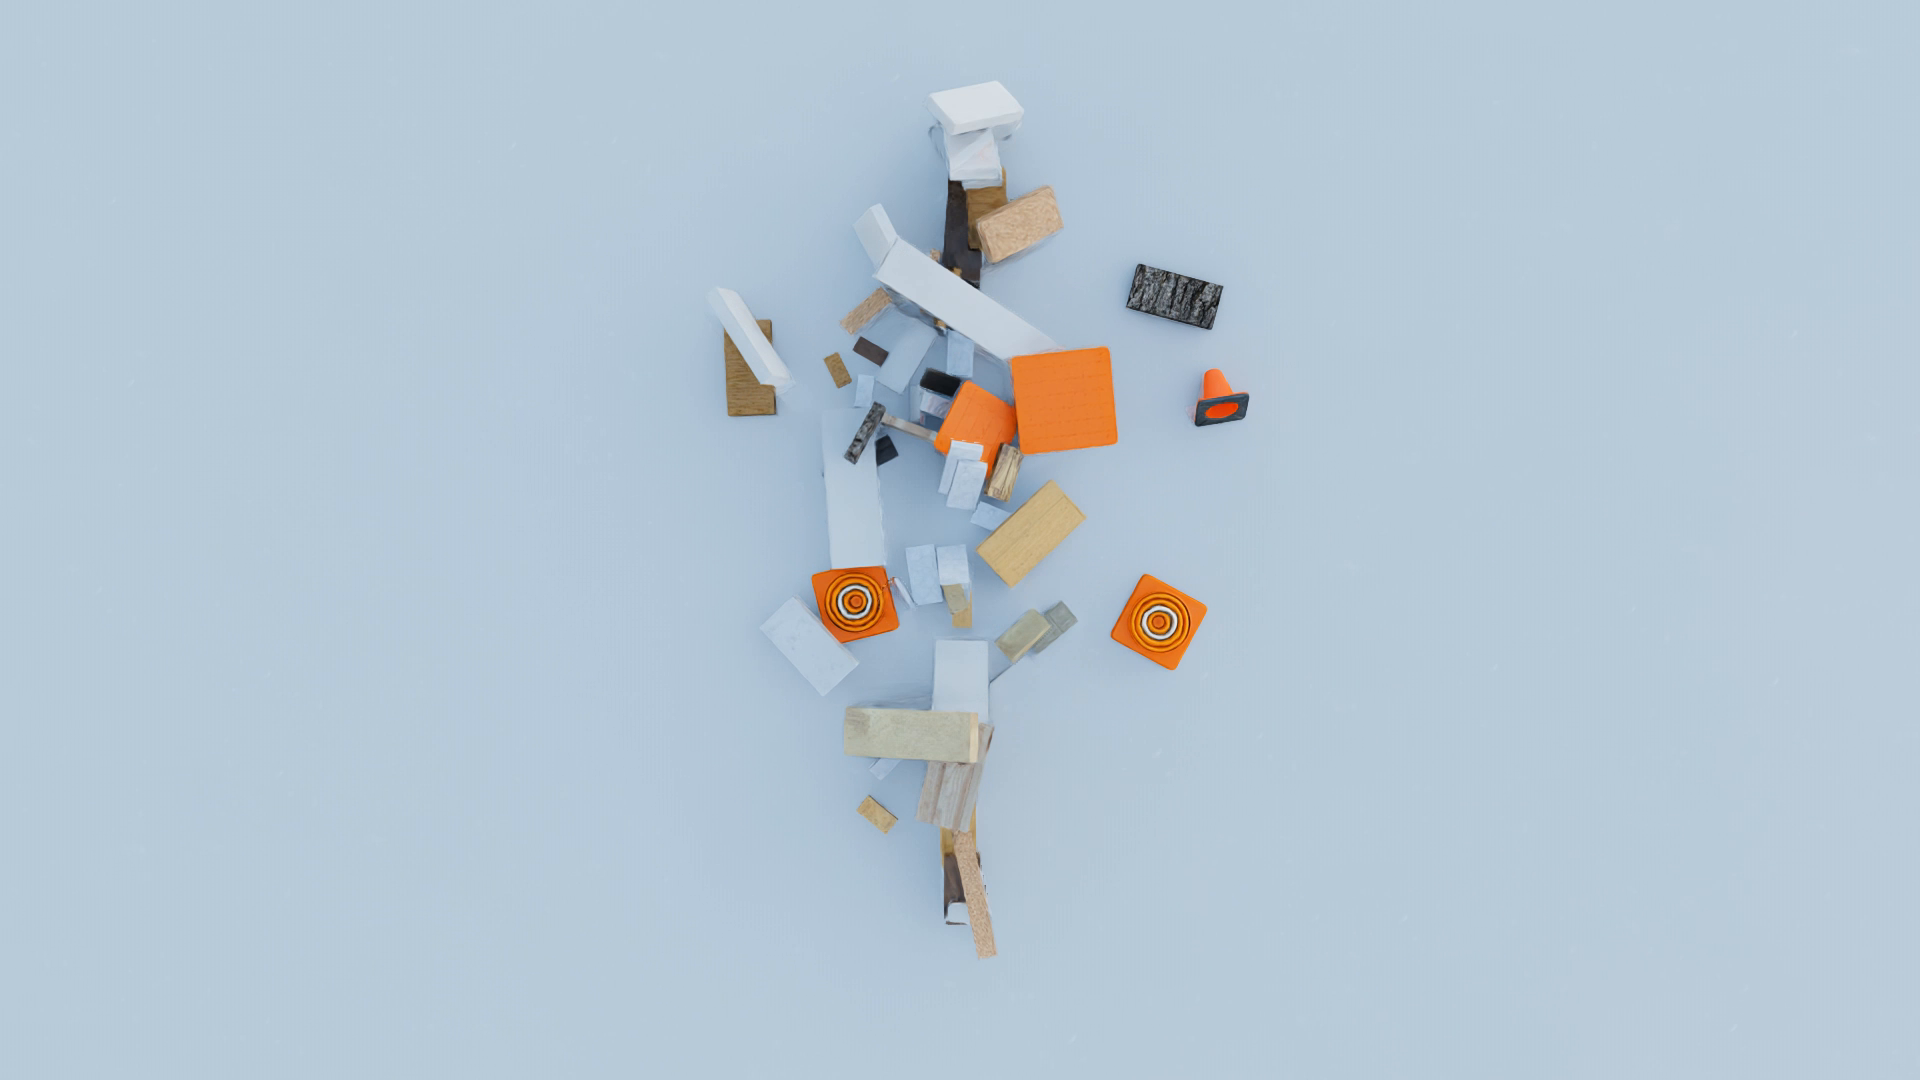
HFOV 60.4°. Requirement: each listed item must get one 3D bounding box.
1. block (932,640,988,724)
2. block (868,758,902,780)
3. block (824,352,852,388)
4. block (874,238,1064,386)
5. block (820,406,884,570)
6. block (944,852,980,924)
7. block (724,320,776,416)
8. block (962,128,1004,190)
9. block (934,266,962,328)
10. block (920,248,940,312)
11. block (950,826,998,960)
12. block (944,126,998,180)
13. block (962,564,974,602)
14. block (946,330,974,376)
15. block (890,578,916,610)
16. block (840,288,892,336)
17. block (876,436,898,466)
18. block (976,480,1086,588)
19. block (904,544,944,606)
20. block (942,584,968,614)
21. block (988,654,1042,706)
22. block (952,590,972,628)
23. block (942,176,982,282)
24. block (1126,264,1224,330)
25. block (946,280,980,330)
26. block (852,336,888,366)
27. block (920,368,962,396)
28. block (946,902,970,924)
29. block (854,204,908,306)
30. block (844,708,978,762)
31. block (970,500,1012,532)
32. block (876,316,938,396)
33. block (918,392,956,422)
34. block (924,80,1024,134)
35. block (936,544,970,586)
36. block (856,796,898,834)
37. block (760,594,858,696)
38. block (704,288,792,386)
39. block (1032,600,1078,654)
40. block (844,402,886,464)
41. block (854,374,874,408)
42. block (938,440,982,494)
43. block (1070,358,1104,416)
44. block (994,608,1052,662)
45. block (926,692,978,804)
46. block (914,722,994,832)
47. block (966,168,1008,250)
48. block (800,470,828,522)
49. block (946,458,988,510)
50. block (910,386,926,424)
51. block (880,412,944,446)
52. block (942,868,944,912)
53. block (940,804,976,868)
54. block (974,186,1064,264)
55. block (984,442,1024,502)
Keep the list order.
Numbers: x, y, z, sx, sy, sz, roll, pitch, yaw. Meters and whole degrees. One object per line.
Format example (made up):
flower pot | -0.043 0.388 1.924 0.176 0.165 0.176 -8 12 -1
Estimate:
block | 0.001 0.507 5.410 0.175 0.050 0.351 2 79 -3
block | -0.244 0.740 5.484 0.057 0.016 0.113 43 90 -17
block | -0.407 -0.565 5.492 0.054 0.015 0.109 -26 90 0
block | 0.034 -0.740 5.373 0.670 0.041 0.146 31 90 -19
block | -0.356 -0.171 5.451 0.172 0.049 0.523 -4 89 0
block | 0.009 1.146 5.430 0.118 0.034 0.237 -1 103 -1
block | -0.699 -0.571 5.478 0.156 0.044 0.312 -3 90 0
block | 0.056 -1.275 5.424 0.130 0.037 0.259 -7 65 -5
block | -0.042 -0.798 5.421 0.028 0.098 0.196 14 98 -12
block | -0.099 -0.855 5.450 0.028 0.098 0.196 10 90 -4
block | 0.036 1.089 5.319 0.063 0.018 0.516 -12 66 -2
block | 0.032 -1.287 5.349 0.152 0.043 0.303 -4 53 -4
block | 0.008 0.140 5.478 0.063 0.018 0.127 8 79 1
block | 0.001 -0.630 5.465 0.085 0.024 0.170 2 93 0
block | -0.190 0.180 5.471 0.016 0.057 0.113 -31 90 -19
block | -0.312 -0.758 5.456 0.179 0.090 0.025 -40 123 0
block | -0.290 -0.281 5.489 0.155 0.022 0.077 -27 90 0
block | 0.234 -0.021 5.457 0.345 0.049 0.172 -43 96 -3
block | -0.120 0.116 5.486 0.097 0.028 0.194 -9 90 0
block | -0.019 0.175 5.452 0.063 0.018 0.127 -16 79 -3
block | 0.182 0.466 5.488 0.176 0.025 0.088 -39 90 0
block | 0.008 0.227 5.491 0.063 0.018 0.127 1 90 0
block | 0.019 -1.090 5.482 0.130 0.037 0.453 5 90 0
block | 0.713 -0.808 5.479 0.292 0.041 0.146 15 90 0
block | 0.008 -0.774 5.451 0.085 0.024 0.170 10 76 2
block | -0.298 -0.628 5.492 0.109 0.015 0.054 30 90 0
block | -0.065 -0.520 5.449 0.128 0.018 0.064 16 113 -32
block | 0.023 1.228 5.423 0.127 0.018 0.063 8 103 -3
block | -0.237 -0.937 5.423 0.043 0.152 0.303 -28 90 -29
block | -0.162 0.626 5.323 0.505 0.044 0.156 -2 84 35
block | 0.128 -0.064 5.489 0.172 0.022 0.077 22 90 0
block | -0.175 -0.612 5.486 0.098 0.028 0.244 31 90 0
block | -0.075 -0.442 5.458 0.128 0.018 0.064 17 82 -28
block | 0.049 -1.407 5.364 0.303 0.043 0.152 -22 64 -36
block | -0.023 0.081 5.409 0.097 0.194 0.028 -6 121 0
block | -0.276 0.916 5.491 0.127 0.018 0.063 39 90 0
block | -0.499 0.350 5.463 0.156 0.044 0.312 -43 90 11
block | -0.688 -0.659 5.357 0.049 0.172 0.345 -35 84 14
block | 0.299 0.290 5.488 0.176 0.025 0.088 -40 90 0
block | -0.309 -0.348 5.376 0.030 0.105 0.210 29 89 5
block | -0.317 -0.494 5.492 0.054 0.015 0.109 7 90 0
block | 0.000 -0.233 5.406 0.105 0.030 0.210 9 135 -8
block | 0.424 -0.510 5.487 0.090 0.025 0.179 -8 90 0
block | 0.208 0.314 5.458 0.176 0.025 0.088 -43 60 -1
block | -0.017 0.683 5.427 0.176 0.050 0.351 5 76 -1
block | -0.019 0.752 5.329 0.175 0.050 0.351 14 93 -3
block | 0.089 -1.090 5.445 0.130 0.037 0.259 -2 91 -7
block | -0.459 -0.146 5.489 0.077 0.022 0.155 -34 90 0
block | 0.021 -0.181 5.416 0.097 0.028 0.194 10 134 -8
block | -0.141 -0.448 5.468 0.018 0.064 0.128 1 90 -32
block | -0.156 -0.364 5.447 0.210 0.105 0.030 21 87 0
block | -0.004 1.047 5.483 0.118 0.034 0.377 0 90 0
block | -0.006 0.963 5.450 0.118 0.034 0.237 -2 90 0
block | 0.195 -1.033 5.395 0.292 0.041 0.146 -31 118 -22
block | 0.147 -0.224 5.466 0.090 0.025 0.179 18 90 -32
